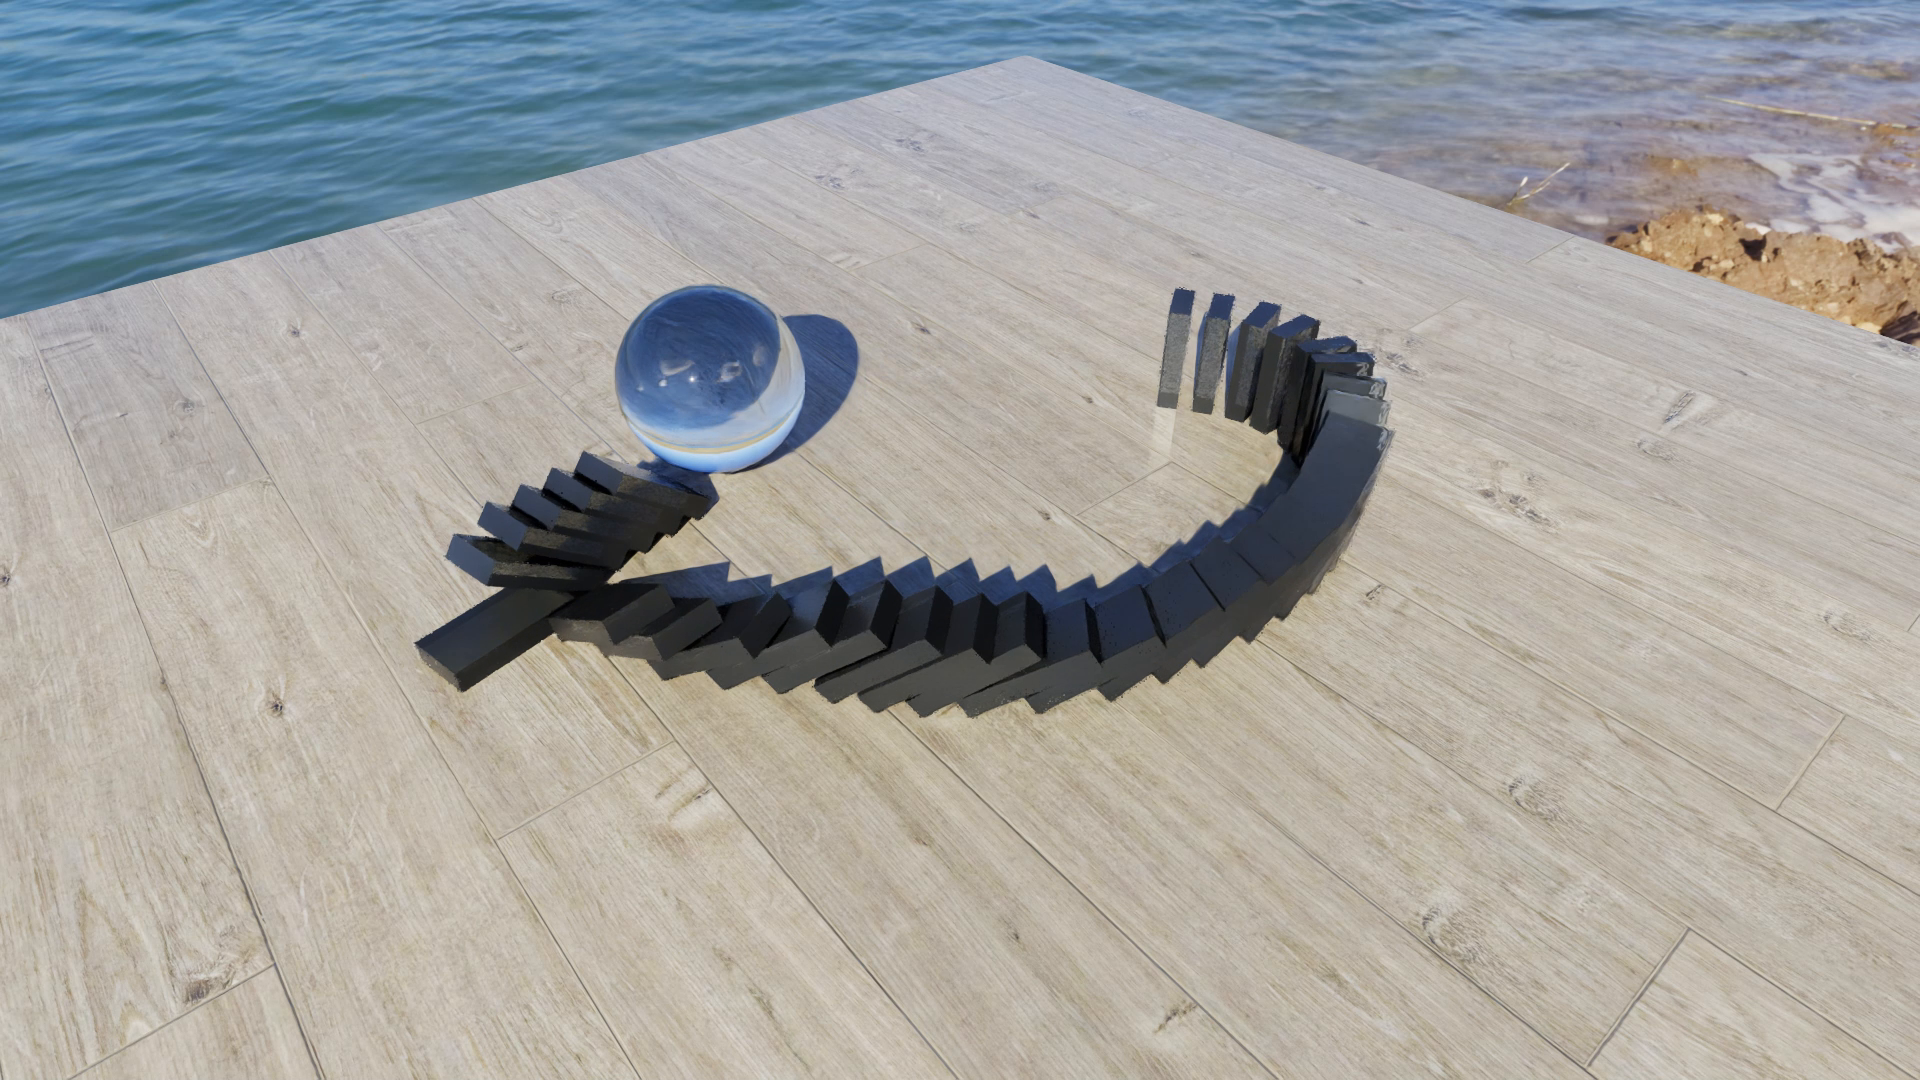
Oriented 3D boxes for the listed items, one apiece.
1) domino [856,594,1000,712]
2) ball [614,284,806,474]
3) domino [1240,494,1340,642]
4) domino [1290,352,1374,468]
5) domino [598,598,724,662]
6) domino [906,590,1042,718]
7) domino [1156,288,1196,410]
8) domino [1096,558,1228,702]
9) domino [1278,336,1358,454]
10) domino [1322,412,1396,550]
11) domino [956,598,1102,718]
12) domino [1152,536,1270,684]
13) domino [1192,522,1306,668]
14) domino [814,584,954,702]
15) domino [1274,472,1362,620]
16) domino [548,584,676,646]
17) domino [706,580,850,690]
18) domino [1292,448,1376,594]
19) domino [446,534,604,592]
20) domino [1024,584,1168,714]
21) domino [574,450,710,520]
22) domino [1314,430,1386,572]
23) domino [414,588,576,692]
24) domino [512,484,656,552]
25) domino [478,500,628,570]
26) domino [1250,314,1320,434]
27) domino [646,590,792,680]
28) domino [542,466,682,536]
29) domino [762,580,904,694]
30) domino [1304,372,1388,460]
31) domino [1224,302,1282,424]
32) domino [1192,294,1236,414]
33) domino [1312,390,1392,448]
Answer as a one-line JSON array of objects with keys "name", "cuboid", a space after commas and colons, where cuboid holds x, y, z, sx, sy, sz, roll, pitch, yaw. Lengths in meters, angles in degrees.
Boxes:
[{"name": "domino", "cuboid": [-0.011, 0.039, 0.373, 0.050, 0.009, 0.025, -26, 32, 30]}, {"name": "ball", "cuboid": [-0.106, -0.068, 0.471, 0.080, 0.080, 0.080, 0, 39, 0]}, {"name": "domino", "cuboid": [0.113, 0.010, 0.406, 0.050, 0.009, 0.025, -51, 49, 7]}, {"name": "domino", "cuboid": [0.162, -0.056, 0.479, 0.025, 0.050, 0.010, -1, 32, -2]}, {"name": "domino", "cuboid": [-0.107, 0.031, 0.387, 0.050, 0.010, 0.025, -3, 26, 49]}, {"name": "domino", "cuboid": [0.005, 0.039, 0.373, 0.050, 0.009, 0.025, -29, 32, 25]}, {"name": "domino", "cuboid": [0.102, -0.090, 0.522, 0.009, 0.050, 0.025, 9, 40, 11]}, {"name": "domino", "cuboid": [0.066, 0.031, 0.384, 0.050, 0.010, 0.025, -37, 41, 10]}, {"name": "domino", "cuboid": [0.159, -0.064, 0.490, 0.025, 0.050, 0.010, -10, 36, -12]}, {"name": "domino", "cuboid": [0.153, -0.024, 0.443, 0.025, 0.050, 0.009, 24, 12, 27]}, {"name": "domino", "cuboid": [0.023, 0.040, 0.376, 0.050, 0.010, 0.025, -24, 35, 19]}, {"name": "domino", "cuboid": [0.082, 0.025, 0.391, 0.050, 0.010, 0.025, -43, 45, 6]}, {"name": "domino", "cuboid": [0.097, 0.019, 0.397, 0.050, 0.010, 0.025, -44, 46, 6]}, {"name": "domino", "cuboid": [-0.026, 0.036, 0.376, 0.050, 0.009, 0.025, -26, 32, 30]}, {"name": "domino", "cuboid": [0.125, 0.002, 0.415, 0.025, 0.050, 0.009, 39, 8, 38]}, {"name": "domino", "cuboid": [-0.125, 0.026, 0.393, 0.025, 0.009, 0.050, -36, 21, -36]}, {"name": "domino", "cuboid": [-0.063, 0.033, 0.382, 0.050, 0.010, 0.025, -23, 31, 27]}, {"name": "domino", "cuboid": [0.136, -0.007, 0.425, 0.025, 0.050, 0.009, 31, 8, 32]}, {"name": "domino", "cuboid": [-0.161, 0.009, 0.409, 0.025, 0.009, 0.050, 26, 7, 28]}, {"name": "domino", "cuboid": [0.044, 0.038, 0.378, 0.050, 0.010, 0.025, -28, 37, 15]}, {"name": "domino", "cuboid": [-0.128, -0.022, 0.445, 0.025, 0.010, 0.050, 26, 3, 28]}, {"name": "domino", "cuboid": [0.145, -0.016, 0.434, 0.025, 0.050, 0.009, 26, 9, 28]}, {"name": "domino", "cuboid": [-0.169, 0.033, 0.404, 0.025, 0.010, 0.050, 26, 46, 28]}, {"name": "domino", "cuboid": [-0.146, -0.008, 0.428, 0.025, 0.010, 0.050, 26, 3, 28]}, {"name": "domino", "cuboid": [-0.155, -0.001, 0.420, 0.025, 0.009, 0.050, 26, 3, 29]}, {"name": "domino", "cuboid": [0.148, -0.075, 0.504, 0.025, 0.050, 0.010, -28, 47, -29]}, {"name": "domino", "cuboid": [-0.084, 0.033, 0.382, 0.050, 0.010, 0.025, -15, 27, 37]}, {"name": "domino", "cuboid": [-0.137, -0.015, 0.437, 0.025, 0.009, 0.050, 26, 3, 28]}, {"name": "domino", "cuboid": [-0.044, 0.034, 0.380, 0.050, 0.009, 0.025, -25, 30, 29]}, {"name": "domino", "cuboid": [0.162, -0.044, 0.465, 0.025, 0.050, 0.009, 9, 20, 11]}, {"name": "domino", "cuboid": [0.136, -0.083, 0.512, 0.010, 0.050, 0.025, 22, 44, 25]}, {"name": "domino", "cuboid": [0.119, -0.087, 0.518, 0.010, 0.050, 0.025, 12, 41, 14]}, {"name": "domino", "cuboid": [0.159, -0.035, 0.455, 0.025, 0.050, 0.010, 16, 16, 18]}]
